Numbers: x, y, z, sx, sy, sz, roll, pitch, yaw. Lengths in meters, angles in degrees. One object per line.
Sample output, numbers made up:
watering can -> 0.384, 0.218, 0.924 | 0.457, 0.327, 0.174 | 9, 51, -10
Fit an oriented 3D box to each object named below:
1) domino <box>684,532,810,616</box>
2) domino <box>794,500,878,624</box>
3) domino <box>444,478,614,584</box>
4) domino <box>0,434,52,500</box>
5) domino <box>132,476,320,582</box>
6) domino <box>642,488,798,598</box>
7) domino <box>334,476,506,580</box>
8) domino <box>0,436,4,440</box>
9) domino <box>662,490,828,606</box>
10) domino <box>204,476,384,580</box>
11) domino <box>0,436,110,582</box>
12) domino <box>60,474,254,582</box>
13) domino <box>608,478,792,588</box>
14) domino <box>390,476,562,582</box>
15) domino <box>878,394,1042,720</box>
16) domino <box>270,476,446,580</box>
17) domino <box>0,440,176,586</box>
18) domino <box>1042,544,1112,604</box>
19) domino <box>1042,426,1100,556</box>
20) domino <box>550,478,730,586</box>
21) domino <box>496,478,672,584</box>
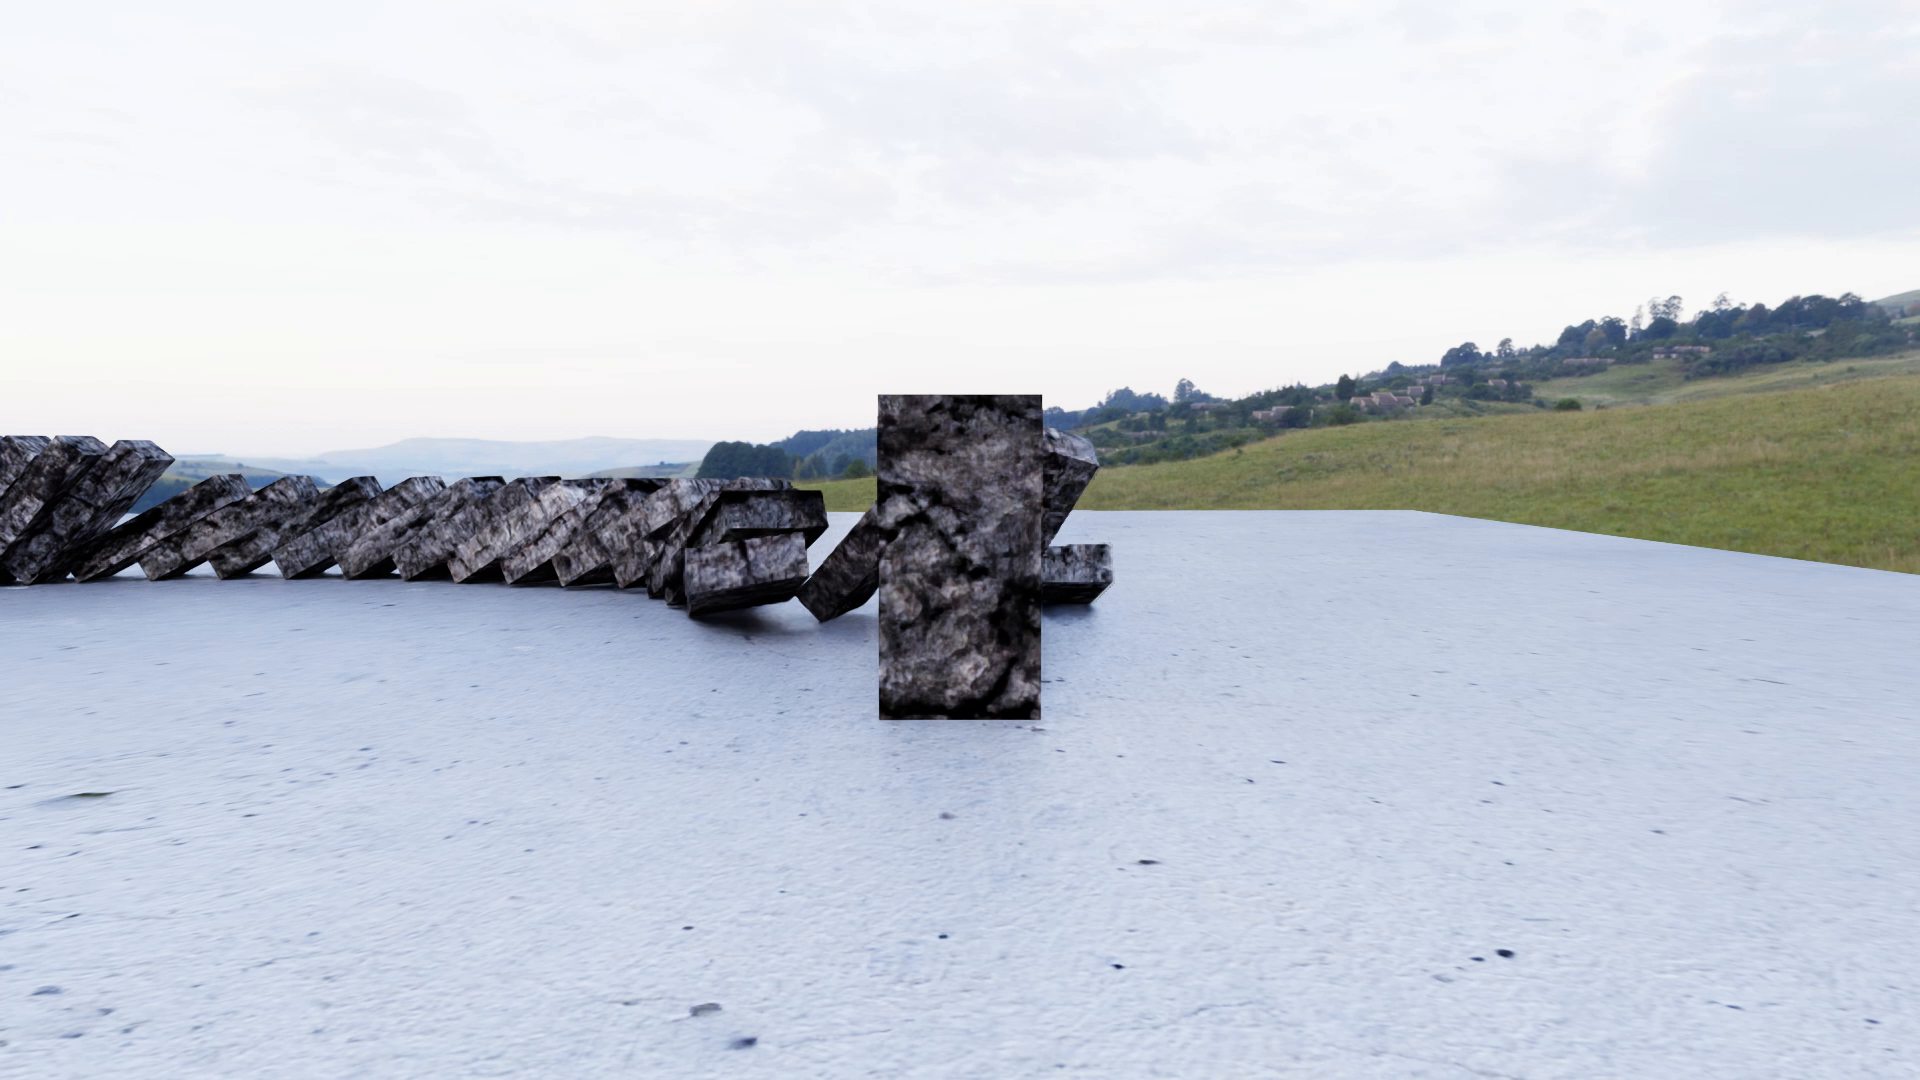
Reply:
domino -> -0.050, 0.009, 0.295 | 0.025, 0.009, 0.050 | -9, -7, -14
domino -> -0.016, -0.003, 0.308 | 0.010, 0.050, 0.025 | 45, 19, 9
domino -> -0.130, -0.003, 0.393 | 0.050, 0.009, 0.025 | -29, -7, 21
domino -> -0.293, -0.009, 0.386 | 0.010, 0.050, 0.025 | 38, -5, -13
domino -> -0.233, -0.004, 0.411 | 0.050, 0.009, 0.025 | -29, 9, -7
domino -> -0.064, 0.001, 0.342 | 0.025, 0.010, 0.050 | -3, -21, -35
domino -> -0.170, -0.004, 0.409 | 0.050, 0.009, 0.025 | -28, 1, 7
domino -> -0.305, -0.009, 0.384 | 0.009, 0.050, 0.025 | 38, -5, -13
domino -> -0.055, 0.003, 0.320 | 0.025, 0.009, 0.050 | -2, -22, -31
domino -> -0.213, -0.005, 0.415 | 0.050, 0.010, 0.025 | -29, 8, -7
domino -> -0.282, -0.009, 0.391 | 0.010, 0.050, 0.025 | 38, -5, -13
domino -> -0.253, -0.004, 0.406 | 0.050, 0.010, 0.025 | -31, 10, -9
domino -> -0.073, -0.002, 0.367 | 0.050, 0.010, 0.025 | -29, -11, 22
domino -> -0.150, -0.004, 0.403 | 0.050, 0.010, 0.025 | -28, -2, 12
domino -> 0.000, 0.002, 0.201 | 0.025, 0.050, 0.010 | 0, 4, 0
domino -> -0.192, -0.004, 0.413 | 0.050, 0.009, 0.025 | -28, 5, 0
domino -> -0.270, -0.009, 0.399 | 0.009, 0.050, 0.025 | 42, -5, -12
domino -> 0.011, 0.009, 0.327 | 0.050, 0.010, 0.025 | -1, -15, -8
domino -> 0.008, -0.004, 0.294 | 0.025, 0.050, 0.010 | 14, 38, -21
domino -> -0.092, -0.002, 0.375 | 0.050, 0.010, 0.025 | -29, -9, 21
domino -> -0.111, -0.003, 0.384 | 0.050, 0.010, 0.025 | -29, -9, 20
